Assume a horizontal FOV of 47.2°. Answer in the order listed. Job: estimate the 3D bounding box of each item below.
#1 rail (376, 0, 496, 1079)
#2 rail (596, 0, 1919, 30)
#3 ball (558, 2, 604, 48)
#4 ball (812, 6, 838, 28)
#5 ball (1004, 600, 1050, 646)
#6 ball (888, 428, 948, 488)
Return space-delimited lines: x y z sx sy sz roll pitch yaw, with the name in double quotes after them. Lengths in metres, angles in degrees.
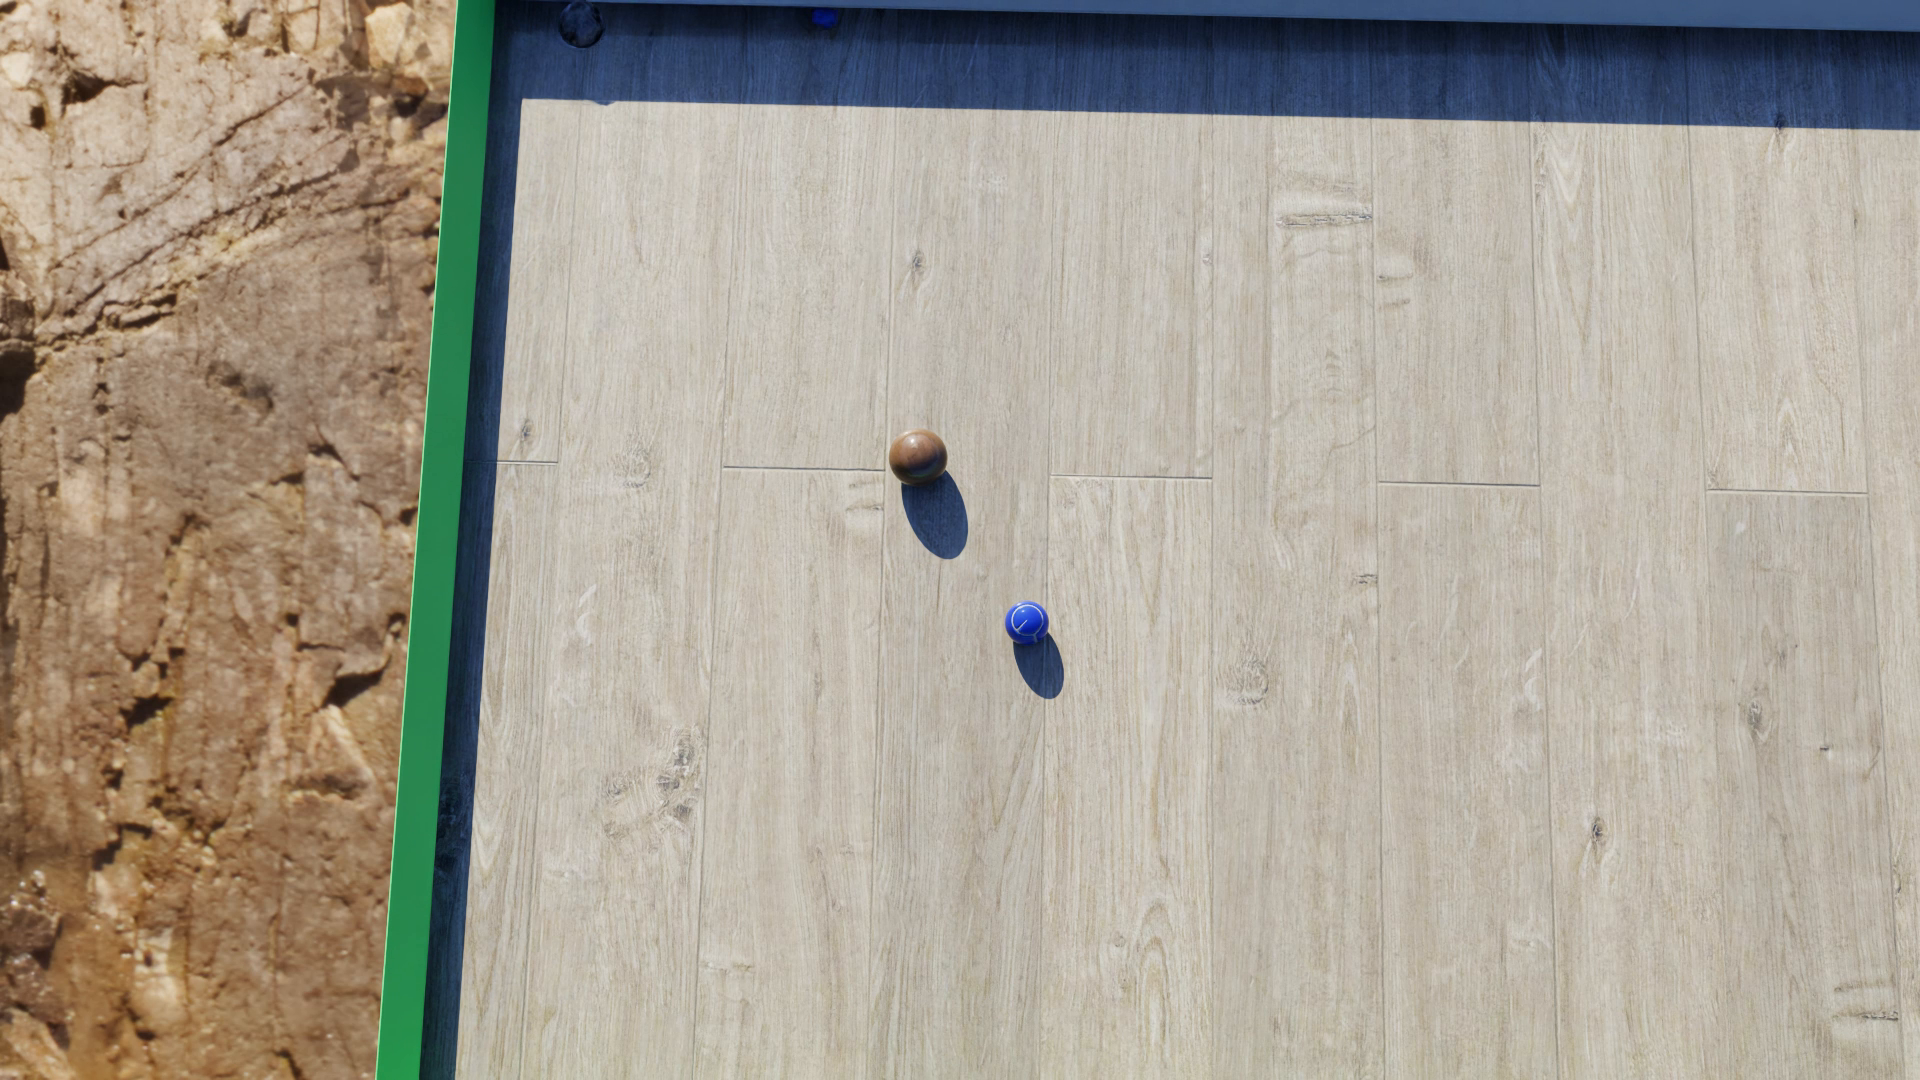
-0.771 -0.024 3.279 0.045 0.122 1.779 1 78 0 "rail"
0.815 -0.834 3.446 3.178 0.122 0.045 1 78 0 "rail"
-0.597 -0.812 3.467 0.073 0.073 0.073 0 78 0 "ball"
-0.215 -0.832 3.488 0.040 0.040 0.040 0 78 0 "ball"
0.100 0.124 3.278 0.067 0.067 0.067 0 78 0 "ball"
-0.063 -0.124 3.317 0.090 0.090 0.090 0 78 0 "ball"
